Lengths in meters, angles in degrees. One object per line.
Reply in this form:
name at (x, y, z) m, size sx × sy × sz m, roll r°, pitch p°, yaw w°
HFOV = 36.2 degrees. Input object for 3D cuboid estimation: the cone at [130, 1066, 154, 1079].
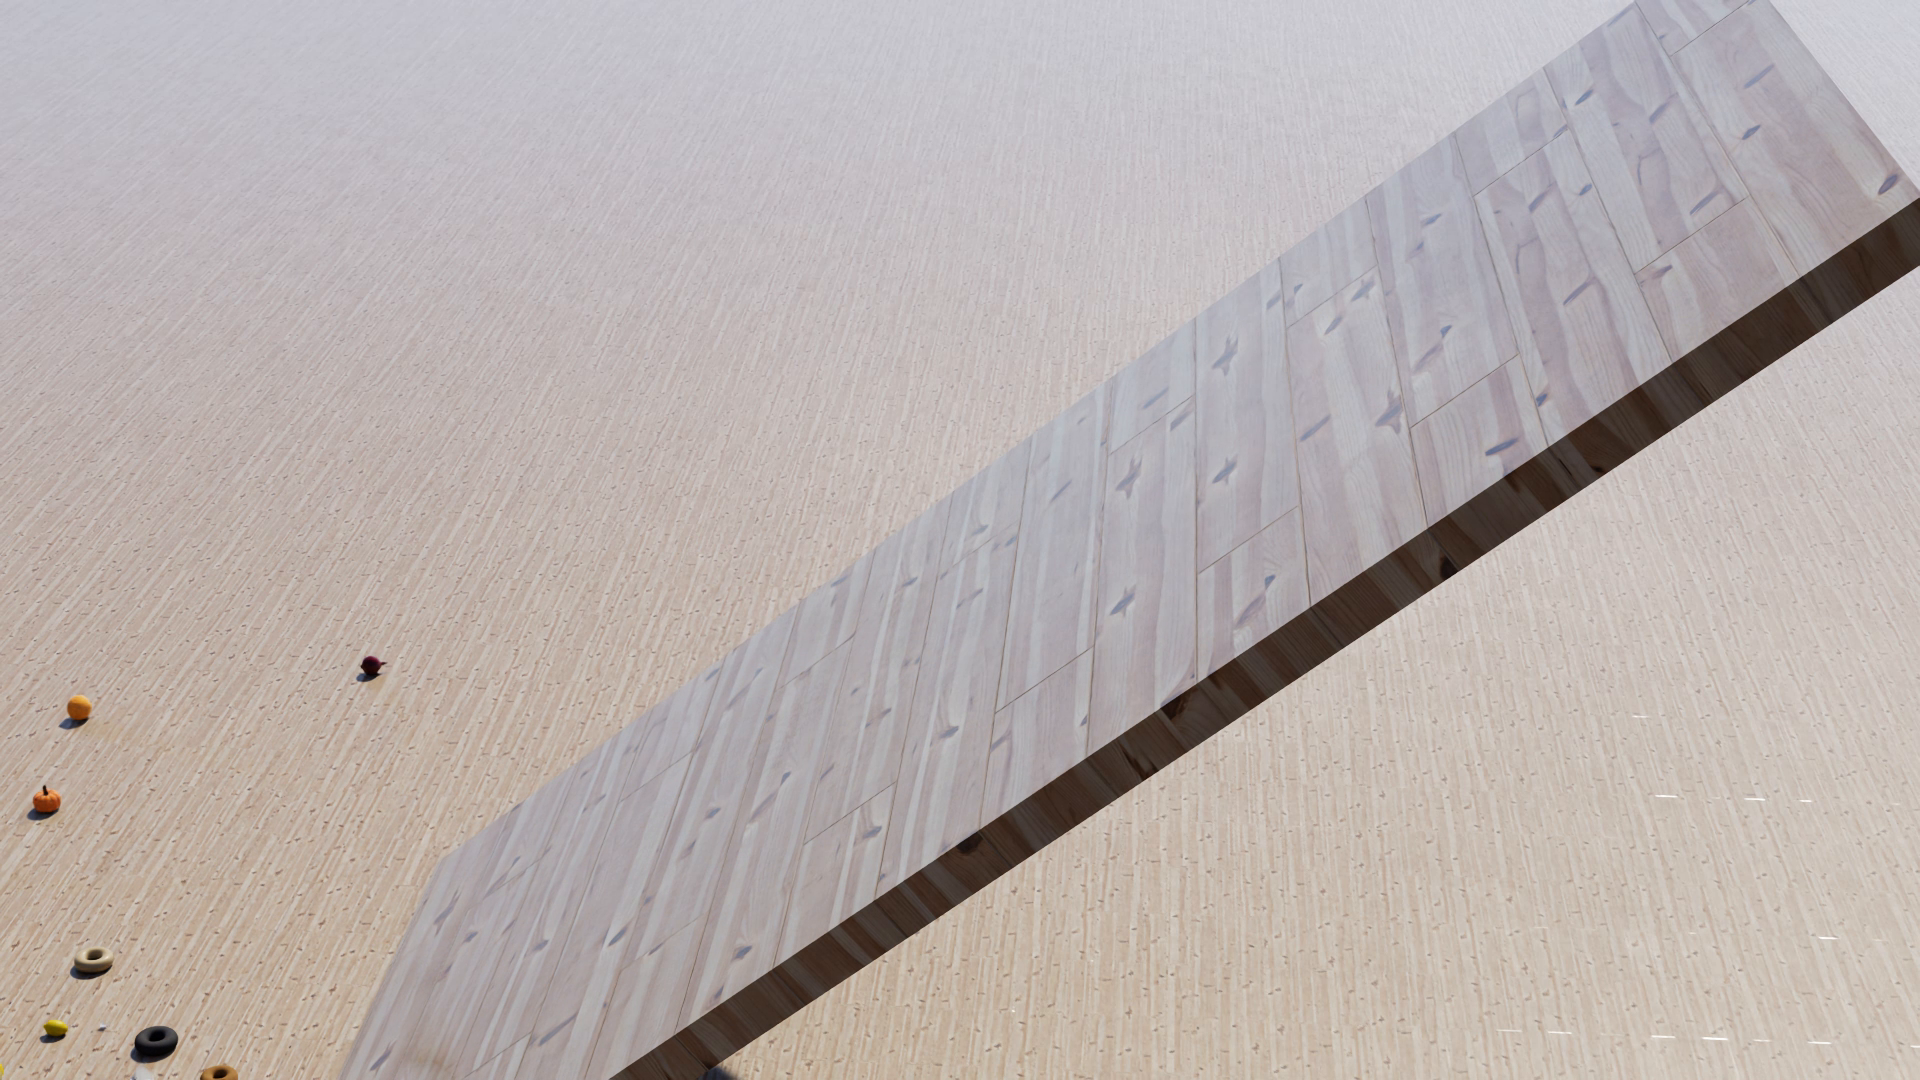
cone at (-1.964, 1.297, 6.978) m, size 0.075 × 0.075 × 0.075 m, roll -23°, pitch 19°, yaw 14°

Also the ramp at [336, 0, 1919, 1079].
ramp at (0.123, 0.183, 6.335) m, size 4.000 × 0.100 × 2.000 m, roll -35°, pitch 16°, yaw 18°

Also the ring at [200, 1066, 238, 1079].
ring at (-1.767, 1.284, 7.014) m, size 0.089 × 0.030 × 0.089 m, roll 1°, pitch 23°, yaw 0°

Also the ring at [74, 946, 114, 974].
ring at (-2.209, 1.071, 7.501) m, size 0.099 × 0.033 × 0.099 m, roll 1°, pitch 24°, yaw 0°

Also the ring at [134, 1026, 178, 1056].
ring at (-1.956, 1.219, 7.158) m, size 0.104 × 0.035 × 0.104 m, roll 1°, pitch 24°, yaw 0°
